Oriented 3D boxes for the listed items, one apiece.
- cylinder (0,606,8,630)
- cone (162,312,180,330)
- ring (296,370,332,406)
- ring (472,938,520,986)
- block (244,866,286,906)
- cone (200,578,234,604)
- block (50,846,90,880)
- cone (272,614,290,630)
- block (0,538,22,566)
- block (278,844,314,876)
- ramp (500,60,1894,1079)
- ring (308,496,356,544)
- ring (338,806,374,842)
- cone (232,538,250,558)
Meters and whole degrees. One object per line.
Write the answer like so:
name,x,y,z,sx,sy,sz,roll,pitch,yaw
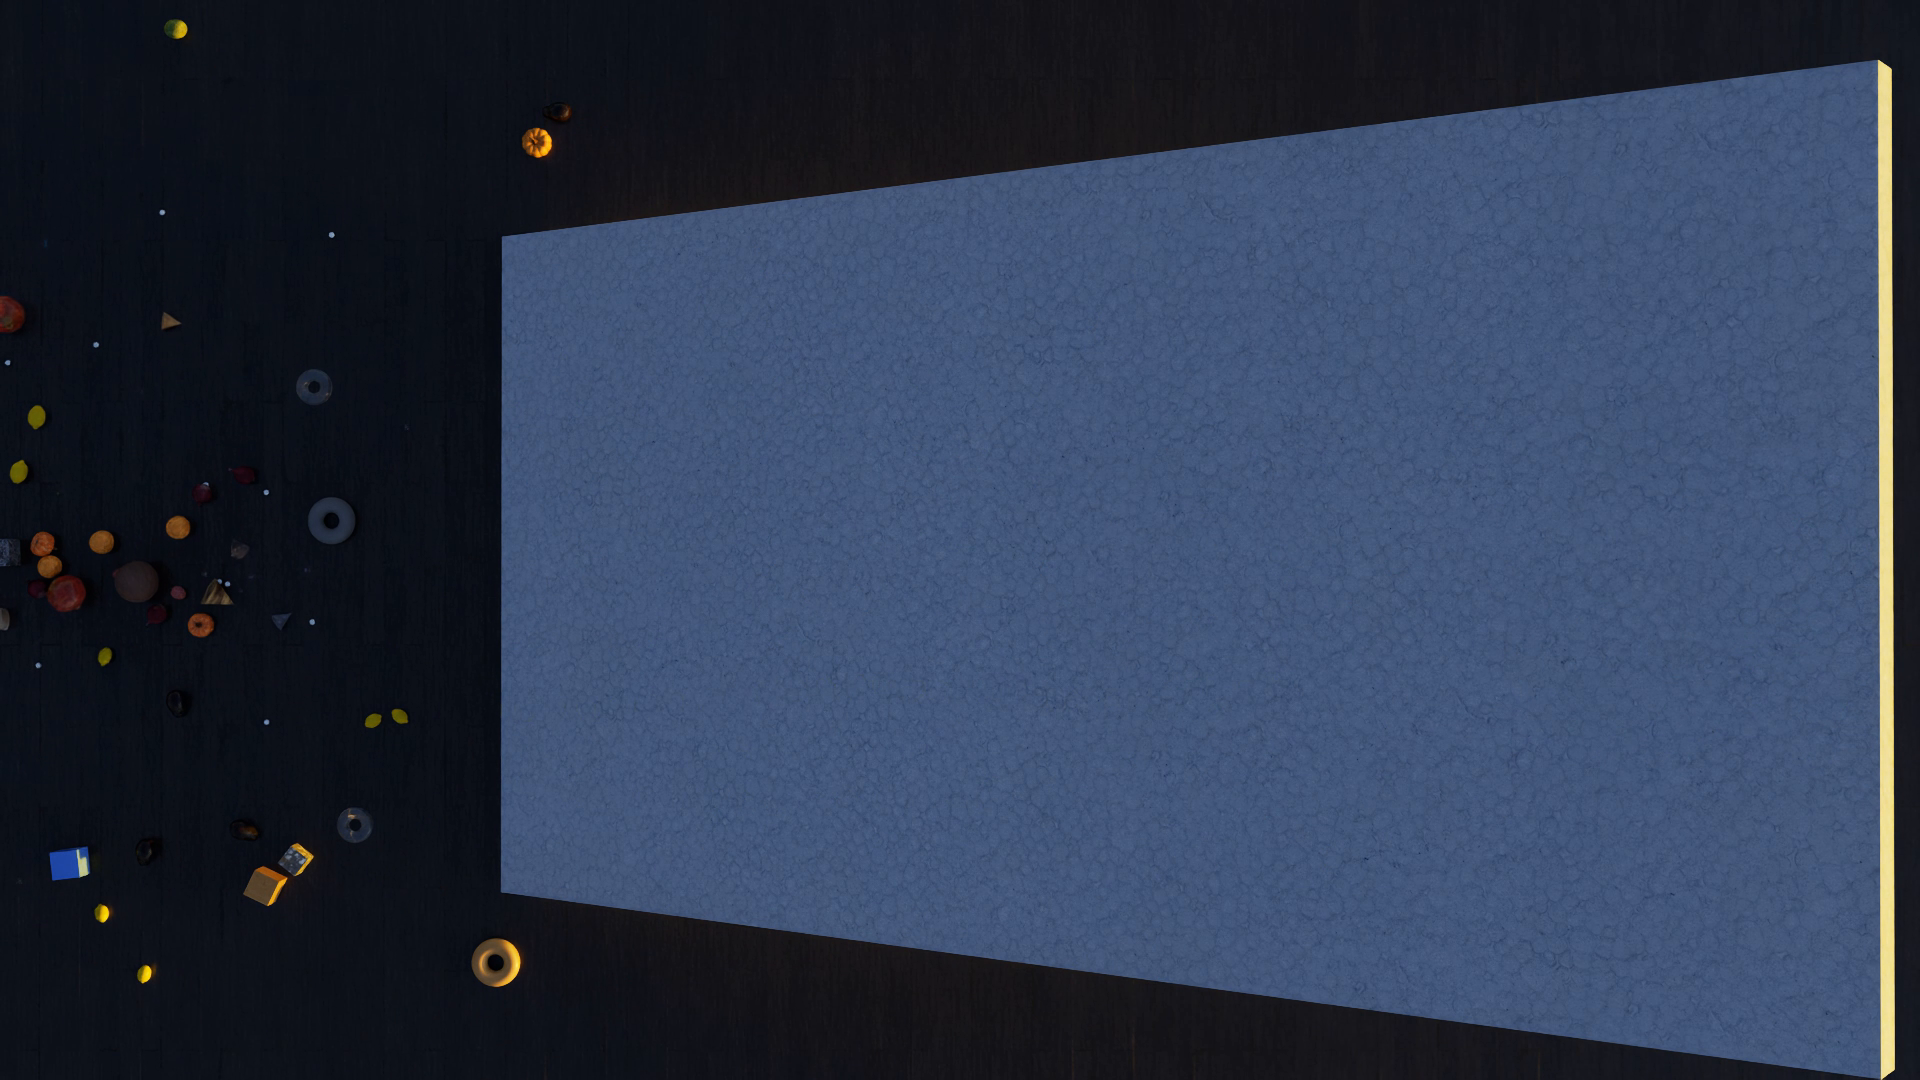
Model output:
cylinder,-2.968,0.244,6.754,0.068,0.068,0.068,-14,90,-22
cone,-2.429,-0.671,6.782,0.056,0.056,0.056,7,90,-27
ring,-1.990,-0.471,6.775,0.112,0.037,0.112,0,91,1
ring,-1.426,1.298,6.756,0.150,0.050,0.150,0,91,0
block,-2.129,1.060,6.741,0.082,0.082,0.082,26,90,0
cone,-2.273,0.179,6.769,0.090,0.090,0.090,32,90,-26
block,-2.728,0.991,6.741,0.084,0.084,0.084,-6,90,0
cone,-2.083,0.240,6.776,0.055,0.055,0.055,-35,90,-27
block,-2.942,0.040,6.749,0.082,0.082,0.082,-4,90,0
block,-2.038,0.981,6.750,0.066,0.066,0.066,38,90,0
ramp,0.233,0.065,5.552,4.000,0.100,2.000,0,89,37
ring,-1.933,-0.059,6.767,0.146,0.049,0.146,0,91,1
ring,-1.861,0.877,6.766,0.111,0.037,0.111,0,90,-1
cone,-2.229,0.016,6.777,0.058,0.058,0.058,-39,63,0
